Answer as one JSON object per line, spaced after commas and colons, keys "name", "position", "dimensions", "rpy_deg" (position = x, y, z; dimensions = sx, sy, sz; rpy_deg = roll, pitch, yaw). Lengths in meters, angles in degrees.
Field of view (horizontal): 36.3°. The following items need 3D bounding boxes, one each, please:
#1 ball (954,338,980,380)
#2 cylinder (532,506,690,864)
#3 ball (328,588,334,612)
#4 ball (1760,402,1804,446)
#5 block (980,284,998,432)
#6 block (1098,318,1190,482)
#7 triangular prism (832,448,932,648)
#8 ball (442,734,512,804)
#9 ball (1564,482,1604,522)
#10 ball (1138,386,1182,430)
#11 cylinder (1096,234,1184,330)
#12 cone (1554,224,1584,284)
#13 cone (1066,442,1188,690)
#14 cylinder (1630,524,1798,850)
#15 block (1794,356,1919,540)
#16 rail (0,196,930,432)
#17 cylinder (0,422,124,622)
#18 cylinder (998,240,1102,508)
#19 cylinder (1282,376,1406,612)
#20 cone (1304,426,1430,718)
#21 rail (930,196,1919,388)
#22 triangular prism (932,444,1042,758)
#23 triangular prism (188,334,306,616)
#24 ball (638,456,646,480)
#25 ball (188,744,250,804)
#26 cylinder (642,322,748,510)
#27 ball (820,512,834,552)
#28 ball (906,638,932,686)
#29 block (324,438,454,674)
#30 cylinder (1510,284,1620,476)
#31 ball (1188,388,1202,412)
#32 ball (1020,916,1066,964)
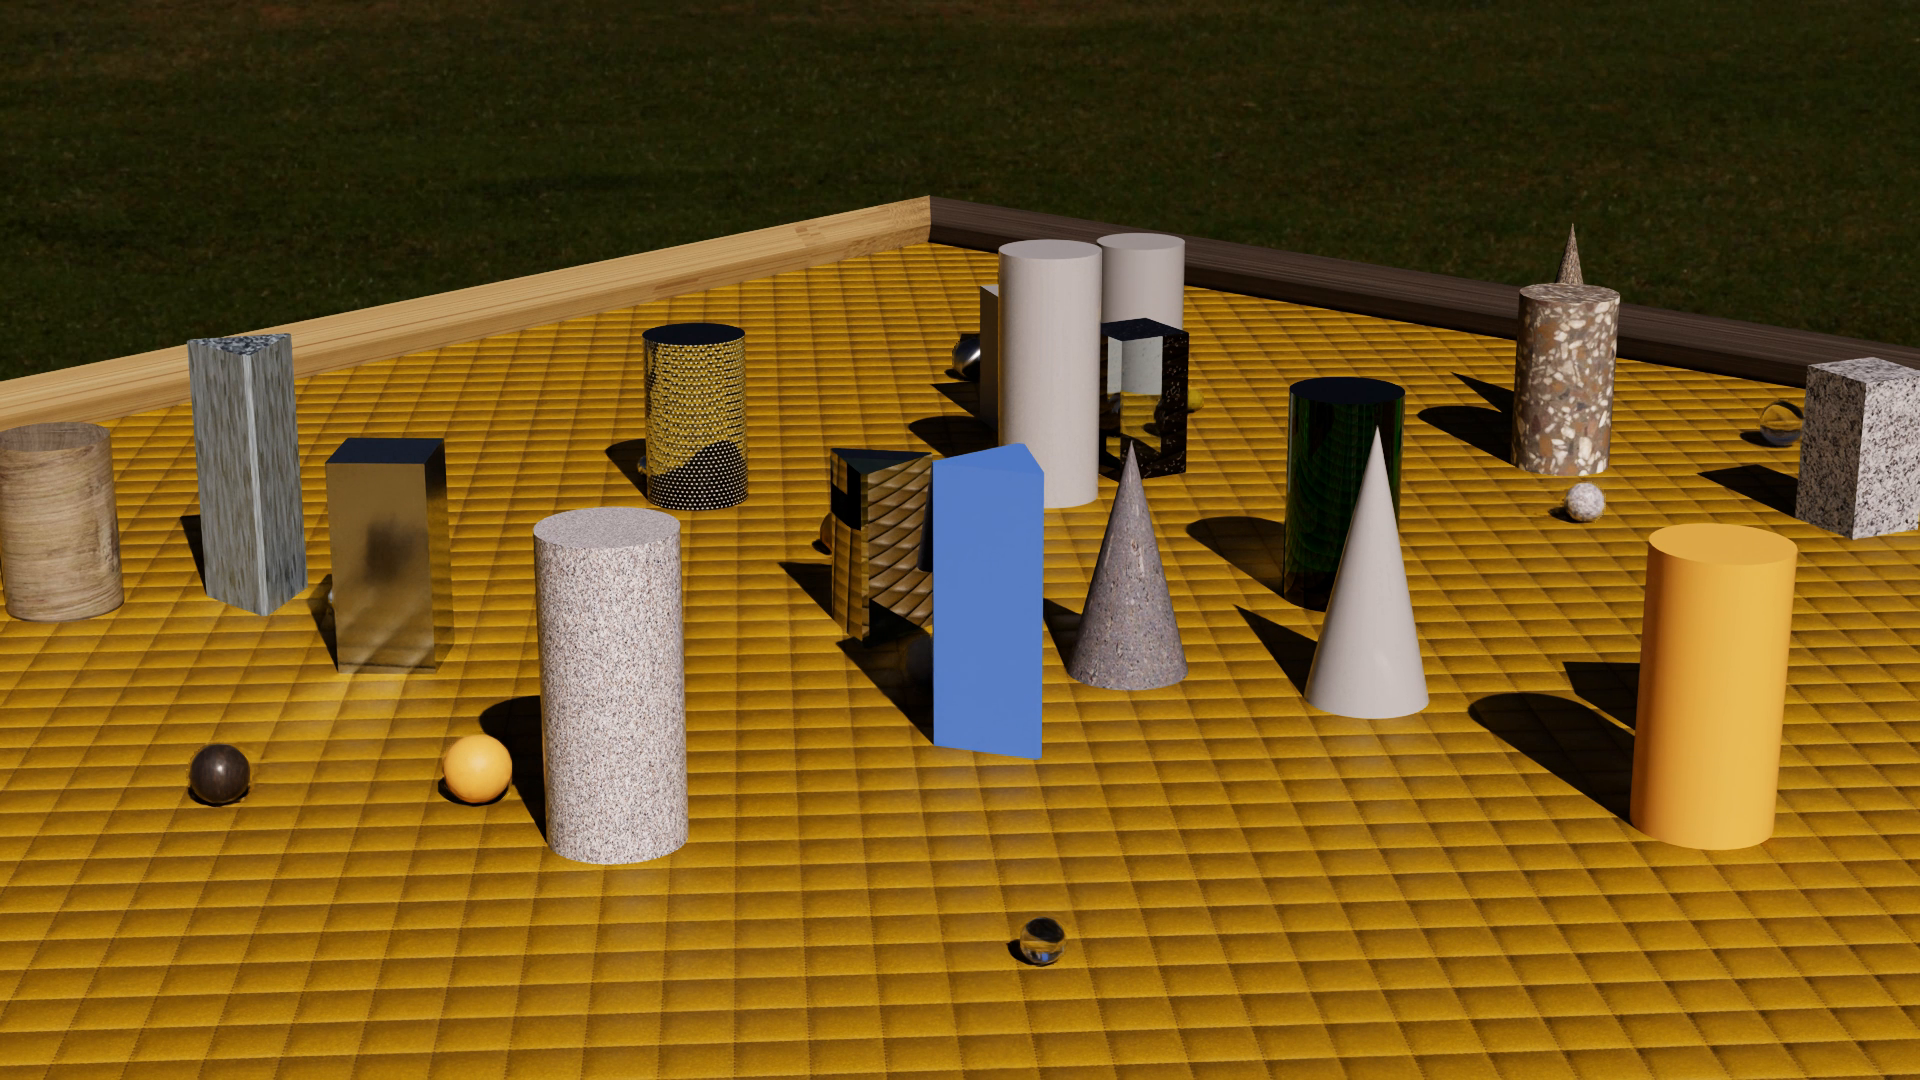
{"name": "ball", "position": [0.034, -0.410, 6.649], "dimensions": [0.096, 0.096, 0.096], "rpy_deg": [0, 17, 0]}
{"name": "cylinder", "position": [-0.476, 0.198, 4.018], "dimensions": [0.198, 0.449, 0.198], "rpy_deg": [0, 17, 0]}
{"name": "ball", "position": [-1.043, 0.100, 5.003], "dimensions": [0.068, 0.068, 0.068], "rpy_deg": [0, 17, 0]}
{"name": "ball", "position": [1.708, -0.241, 6.094], "dimensions": [0.092, 0.092, 0.092], "rpy_deg": [0, 17, 0]}
{"name": "block", "position": [0.142, -0.386, 6.229], "dimensions": [0.158, 0.292, 0.158], "rpy_deg": [-5, 18, -17]}
{"name": "block", "position": [0.347, -0.282, 5.891], "dimensions": [0.158, 0.288, 0.158], "rpy_deg": [-9, 19, -28]}
{"name": "triangular prism", "position": [-0.158, 0.004, 4.921], "dimensions": [0.149, 0.300, 0.172], "rpy_deg": [13, 21, 38]}
{"name": "ball", "position": [-0.690, 0.327, 4.195], "dimensions": [0.099, 0.099, 0.099], "rpy_deg": [0, 17, 0]}
{"name": "ball", "position": [1.184, -0.071, 5.560], "dimensions": [0.075, 0.075, 0.075], "rpy_deg": [0, 17, 0]}
{"name": "ball", "position": [0.425, -0.279, 6.219], "dimensions": [0.093, 0.093, 0.093], "rpy_deg": [0, 17, 0]}
{"name": "cylinder", "position": [0.406, -0.519, 6.627], "dimensions": [0.198, 0.317, 0.198], "rpy_deg": [0, 17, 0]}
{"name": "cone", "position": [1.289, -0.461, 6.232], "dimensions": [0.198, 0.435, 0.198], "rpy_deg": [0, 17, 0]}
{"name": "cone", "position": [0.272, 0.026, 4.699], "dimensions": [0.198, 0.386, 0.198], "rpy_deg": [0, 17, 0]}
{"name": "cylinder", "position": [1.044, 0.202, 4.072], "dimensions": [0.198, 0.411, 0.198], "rpy_deg": [0, 17, 0]}
{"name": "block", "position": [1.698, -0.174, 5.513], "dimensions": [0.158, 0.299, 0.158], "rpy_deg": [-8, 18, -24]}
{"name": "rail", "position": [-1.634, -0.377, 6.478], "dimensions": [0.045, 0.129, 4.776], "rpy_deg": [14, 22, 39]}
{"name": "cylinder", "position": [-1.549, -0.032, 5.036], "dimensions": [0.198, 0.302, 0.198], "rpy_deg": [0, 17, 0]}
{"name": "cylinder", "position": [0.173, -0.323, 5.680], "dimensions": [0.198, 0.487, 0.198], "rpy_deg": [0, 17, 0]}
{"name": "cylinder", "position": [0.663, -0.079, 5.076], "dimensions": [0.198, 0.370, 0.198], "rpy_deg": [0, 17, 0]}
{"name": "cone", "position": [0.641, 0.035, 4.566], "dimensions": [0.198, 0.445, 0.198], "rpy_deg": [0, 17, 0]}
{"name": "rail", "position": [1.550, -0.483, 6.829], "dimensions": [4.374, 0.129, 0.045], "rpy_deg": [14, 22, 39]}
{"name": "triangular prism", "position": [0.065, 0.086, 4.402], "dimensions": [0.172, 0.442, 0.149], "rpy_deg": [6, 18, 20]}
{"name": "triangular prism", "position": [-1.204, -0.121, 5.064], "dimensions": [0.172, 0.457, 0.149], "rpy_deg": [15, 22, 40]}
{"name": "ball", "position": [-0.616, -0.145, 5.840], "dimensions": [0.054, 0.054, 0.054], "rpy_deg": [0, 17, 0]}
{"name": "ball", "position": [-1.059, 0.335, 4.195], "dimensions": [0.086, 0.086, 0.086], "rpy_deg": [0, 17, 0]}
{"name": "cylinder", "position": [-0.512, -0.241, 5.688], "dimensions": [0.198, 0.325, 0.198], "rpy_deg": [0, 17, 0]}
{"name": "ball", "position": [-0.213, -0.016, 5.359], "dimensions": [0.084, 0.084, 0.084], "rpy_deg": [0, 17, 0]}
{"name": "ball", "position": [-0.048, 0.194, 4.674], "dimensions": [0.078, 0.078, 0.078], "rpy_deg": [0, 17, 0]}
{"name": "block", "position": [-0.923, 0.025, 4.761], "dimensions": [0.158, 0.352, 0.158], "rpy_deg": [0, 17, 2]}
{"name": "cylinder", "position": [1.221, -0.325, 5.923], "dimensions": [0.198, 0.353, 0.198], "rpy_deg": [0, 17, 0]}
{"name": "ball", "position": [0.502, -0.304, 6.375], "dimensions": [0.051, 0.051, 0.051], "rpy_deg": [0, 17, 0]}
{"name": "ball", "position": [0.104, 0.503, 3.682], "dimensions": [0.059, 0.059, 0.059], "rpy_deg": [0, 17, 0]}
